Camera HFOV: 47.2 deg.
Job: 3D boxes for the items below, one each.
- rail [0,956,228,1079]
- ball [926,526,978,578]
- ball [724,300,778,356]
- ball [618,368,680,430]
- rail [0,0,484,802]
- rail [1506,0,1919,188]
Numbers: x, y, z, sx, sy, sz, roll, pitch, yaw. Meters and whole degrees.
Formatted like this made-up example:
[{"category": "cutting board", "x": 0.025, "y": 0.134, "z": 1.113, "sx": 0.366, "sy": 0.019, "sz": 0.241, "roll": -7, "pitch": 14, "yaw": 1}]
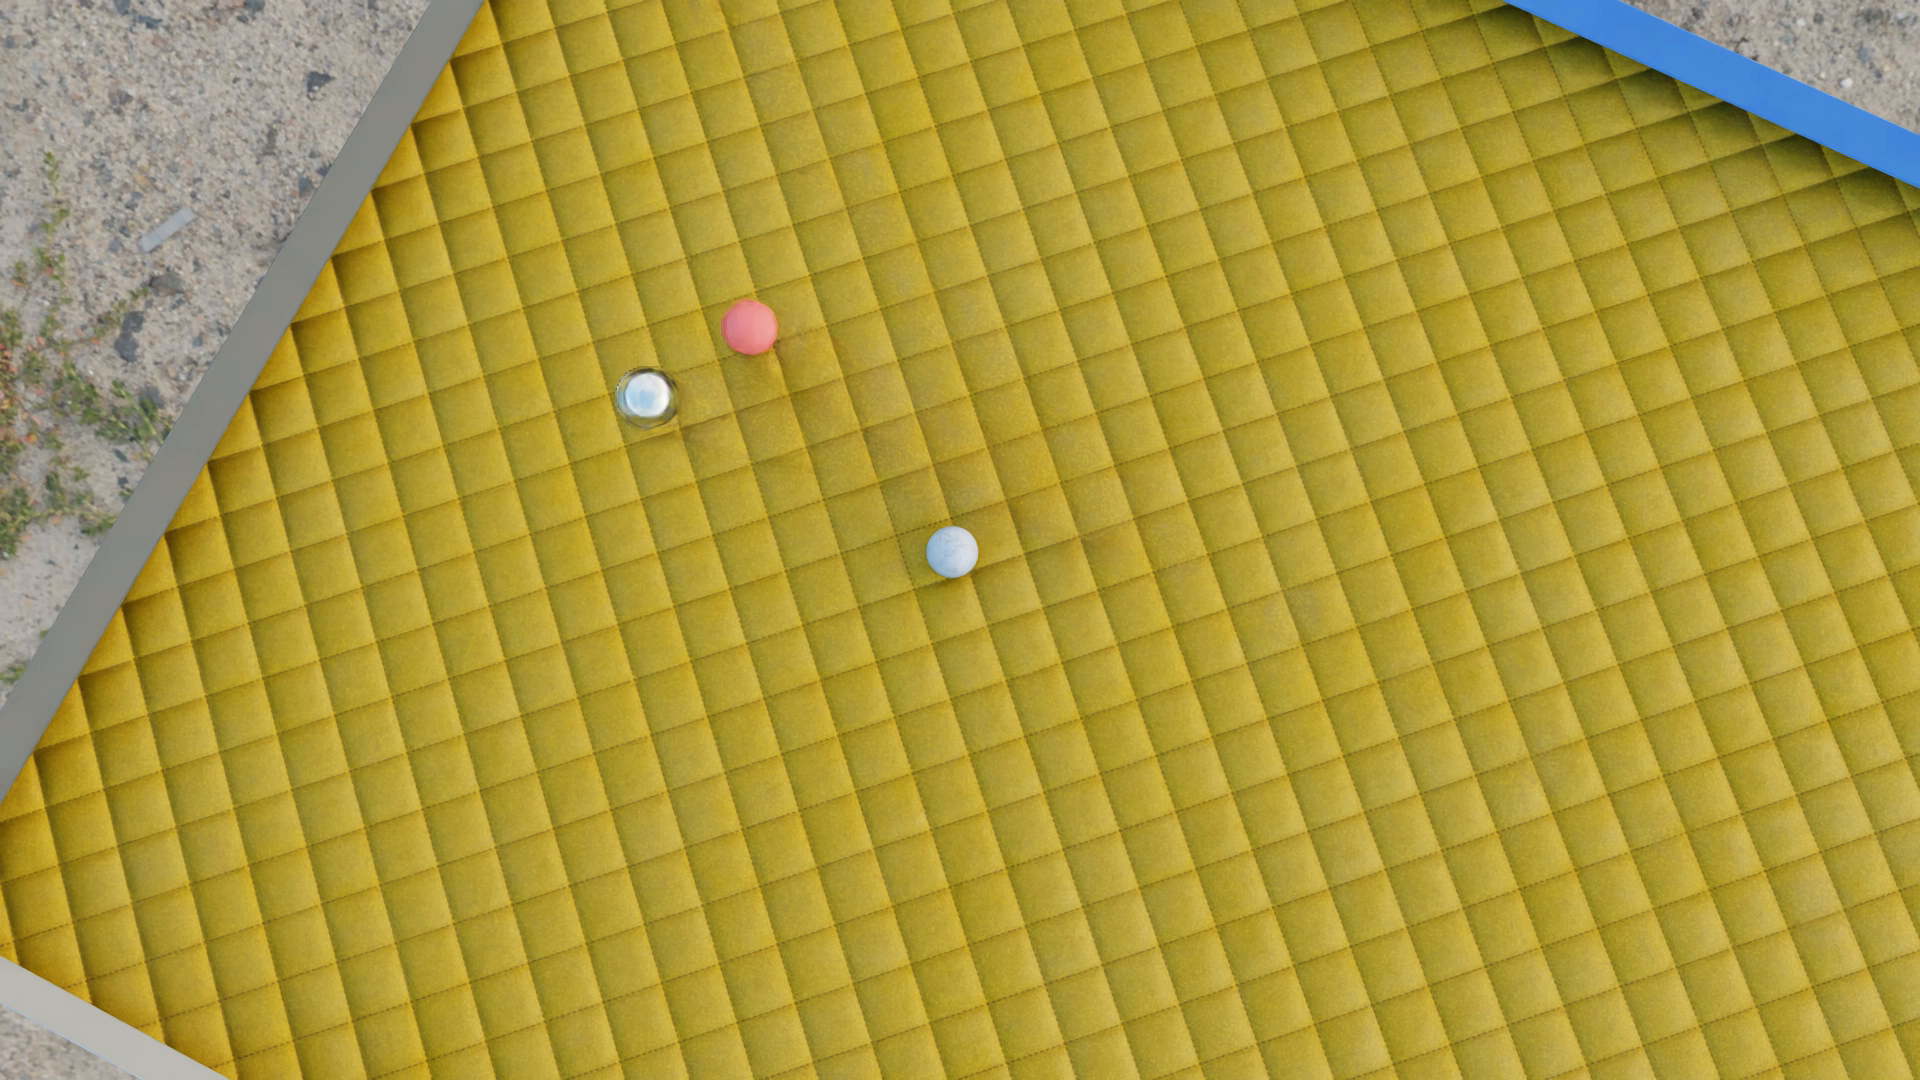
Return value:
[{"category": "rail", "x": 0.458, "y": 1.522, "z": 2.939, "sx": 4.458, "sy": 0.123, "sz": 0.045, "roll": 26, "pitch": 78, "yaw": 6}, {"category": "ball", "x": -0.012, "y": 0.018, "z": 3.310, "sx": 0.079, "sy": 0.079, "sz": 0.079, "roll": 0, "pitch": 77, "yaw": 0}, {"category": "ball", "x": -0.322, "y": -0.327, "z": 3.388, "sx": 0.084, "sy": 0.084, "sz": 0.084, "roll": 0, "pitch": 77, "yaw": 0}, {"category": "ball", "x": -0.476, "y": -0.216, "z": 3.356, "sx": 0.095, "sy": 0.095, "sz": 0.095, "roll": 0, "pitch": 77, "yaw": 0}, {"category": "rail", "x": -0.974, "y": -0.483, "z": 3.403, "sx": 0.045, "sy": 0.123, "sz": 2.432, "roll": 26, "pitch": 78, "yaw": 6}, {"category": "rail", "x": 1.532, "y": -0.553, "z": 3.419, "sx": 4.458, "sy": 0.123, "sz": 0.045, "roll": 26, "pitch": 78, "yaw": 6}]
